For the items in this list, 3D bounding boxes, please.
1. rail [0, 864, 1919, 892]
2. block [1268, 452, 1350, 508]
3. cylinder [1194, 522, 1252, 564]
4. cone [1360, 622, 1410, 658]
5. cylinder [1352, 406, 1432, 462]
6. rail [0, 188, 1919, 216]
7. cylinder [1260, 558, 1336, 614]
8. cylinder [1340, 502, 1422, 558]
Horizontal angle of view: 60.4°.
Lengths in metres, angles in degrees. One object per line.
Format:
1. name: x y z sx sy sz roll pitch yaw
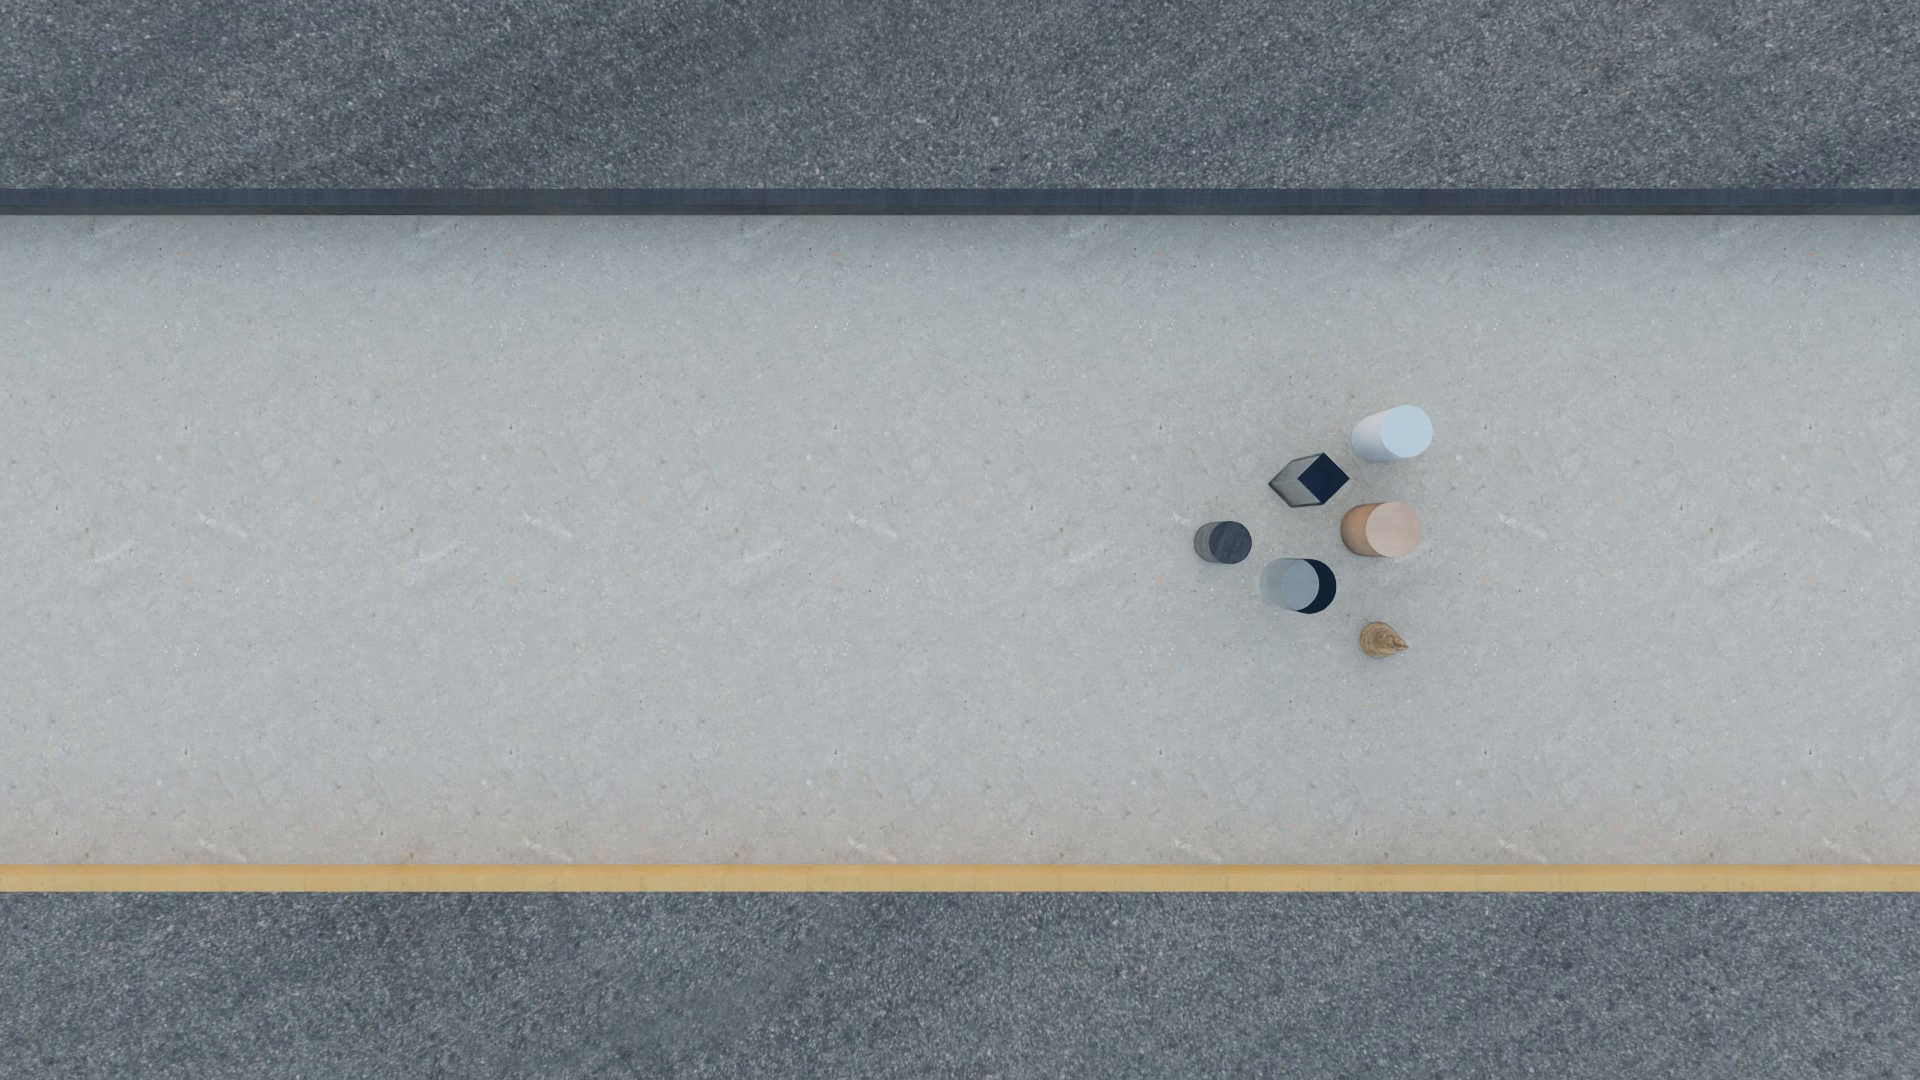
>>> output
1. rail: -2.247 1.025 5.001 12.000 0.150 0.050 0 90 0
2. block: 1.020 -0.172 4.851 0.105 0.450 0.105 -45 90 0
3. cylinder: 0.782 0.007 4.923 0.125 0.308 0.125 0 90 0
4. cone: 1.287 0.308 4.900 0.114 0.353 0.114 0 90 0
5. cylinder: 1.279 -0.312 4.900 0.150 0.353 0.150 0 90 0
6. rail: -2.247 -1.025 5.002 12.000 0.150 0.050 0 90 0
7. cylinder: 1.000 0.133 4.899 0.158 0.355 0.158 0 90 0
8. cylinder: 1.251 -0.030 4.917 0.161 0.320 0.161 0 90 0
